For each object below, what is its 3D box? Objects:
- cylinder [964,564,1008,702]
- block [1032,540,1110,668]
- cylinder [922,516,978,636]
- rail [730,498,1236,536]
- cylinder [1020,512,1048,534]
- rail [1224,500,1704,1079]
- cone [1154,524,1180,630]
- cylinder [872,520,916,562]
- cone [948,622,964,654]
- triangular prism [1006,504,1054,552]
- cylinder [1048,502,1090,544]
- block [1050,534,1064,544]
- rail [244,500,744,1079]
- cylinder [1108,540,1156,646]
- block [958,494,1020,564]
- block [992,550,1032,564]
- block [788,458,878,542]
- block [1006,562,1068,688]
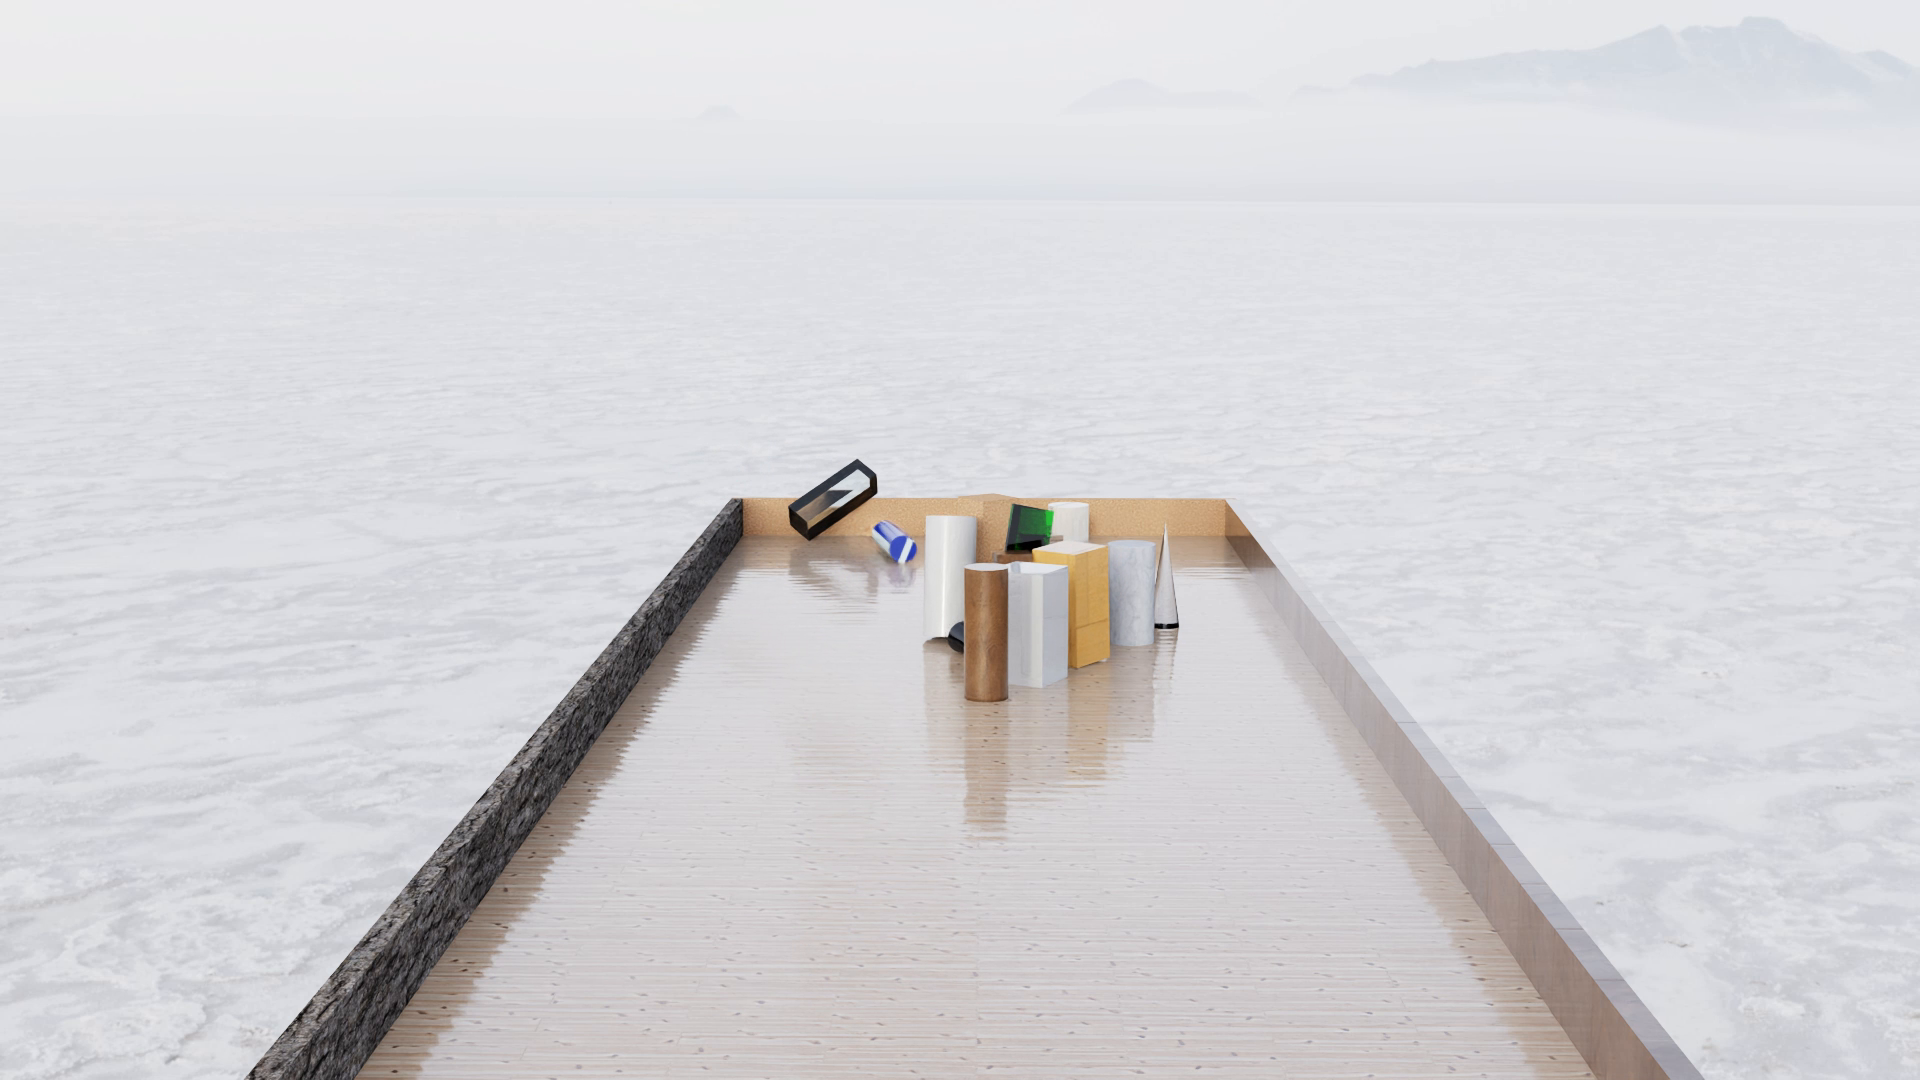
[{"bbox_3d":[0.074,0.260,6.177,0.125,0.374,0.125,0,9,0],"label":"cylinder"},{"bbox_3d":[0.337,0.193,6.664,0.162,0.346,0.162,8,14,40],"label":"block"},{"bbox_3d":[-0.032,0.115,6.993,0.164,0.380,0.164,2,-1,0],"label":"cylinder"},{"bbox_3d":[0.099,-0.098,9.147,2.100,0.150,0.050,0,9,1],"label":"rail"},{"bbox_3d":[0.287,-0.057,9.012,0.434,0.112,0.112,-2,9,-14],"label":"cylinder"},{"bbox_3d":[1.046,0.843,3.208,0.050,0.150,12.000,0,9,1],"label":"rail"},{"bbox_3d":[0.670,0.111,7.198,0.101,0.348,0.101,0,9,0],"label":"cone"},{"bbox_3d":[-0.260,0.005,8.646,0.104,0.104,0.403,-2,9,-12],"label":"cylinder"},{"bbox_3d":[0.076,0.343,6.685,0.100,0.100,0.305,-5,19,-27],"label":"cone"},{"bbox_3d":[0.167,0.117,6.843,0.145,0.444,0.125,11,-3,-23],"label":"triangular prism"},{"bbox_3d":[0.354,0.083,7.202,0.133,0.401,0.133,0,9,0],"label":"cylinder"},{"bbox_3d":[0.232,0.150,6.951,0.126,0.338,0.126,6,6,35],"label":"block"},{"bbox_3d":[-1.004,0.839,3.234,0.050,0.150,12.000,0,9,1],"label":"rail"},{"bbox_3d":[0.541,0.166,6.960,0.152,0.313,0.152,0,9,0],"label":"cylinder"},{"bbox_3d":[0.093,0.074,7.171,0.144,0.430,0.144,-6,11,-34],"label":"block"},{"bbox_3d":[0.164,0.200,6.683,0.109,0.326,0.109,-2,6,-5],"label":"block"},{"bbox_3d":[-0.520,-0.166,9.037,0.377,0.121,0.121,-36,58,-26],"label":"block"},{"bbox_3d":[0.200,0.244,6.412,0.173,0.331,0.173,5,10,27],"label":"block"}]
